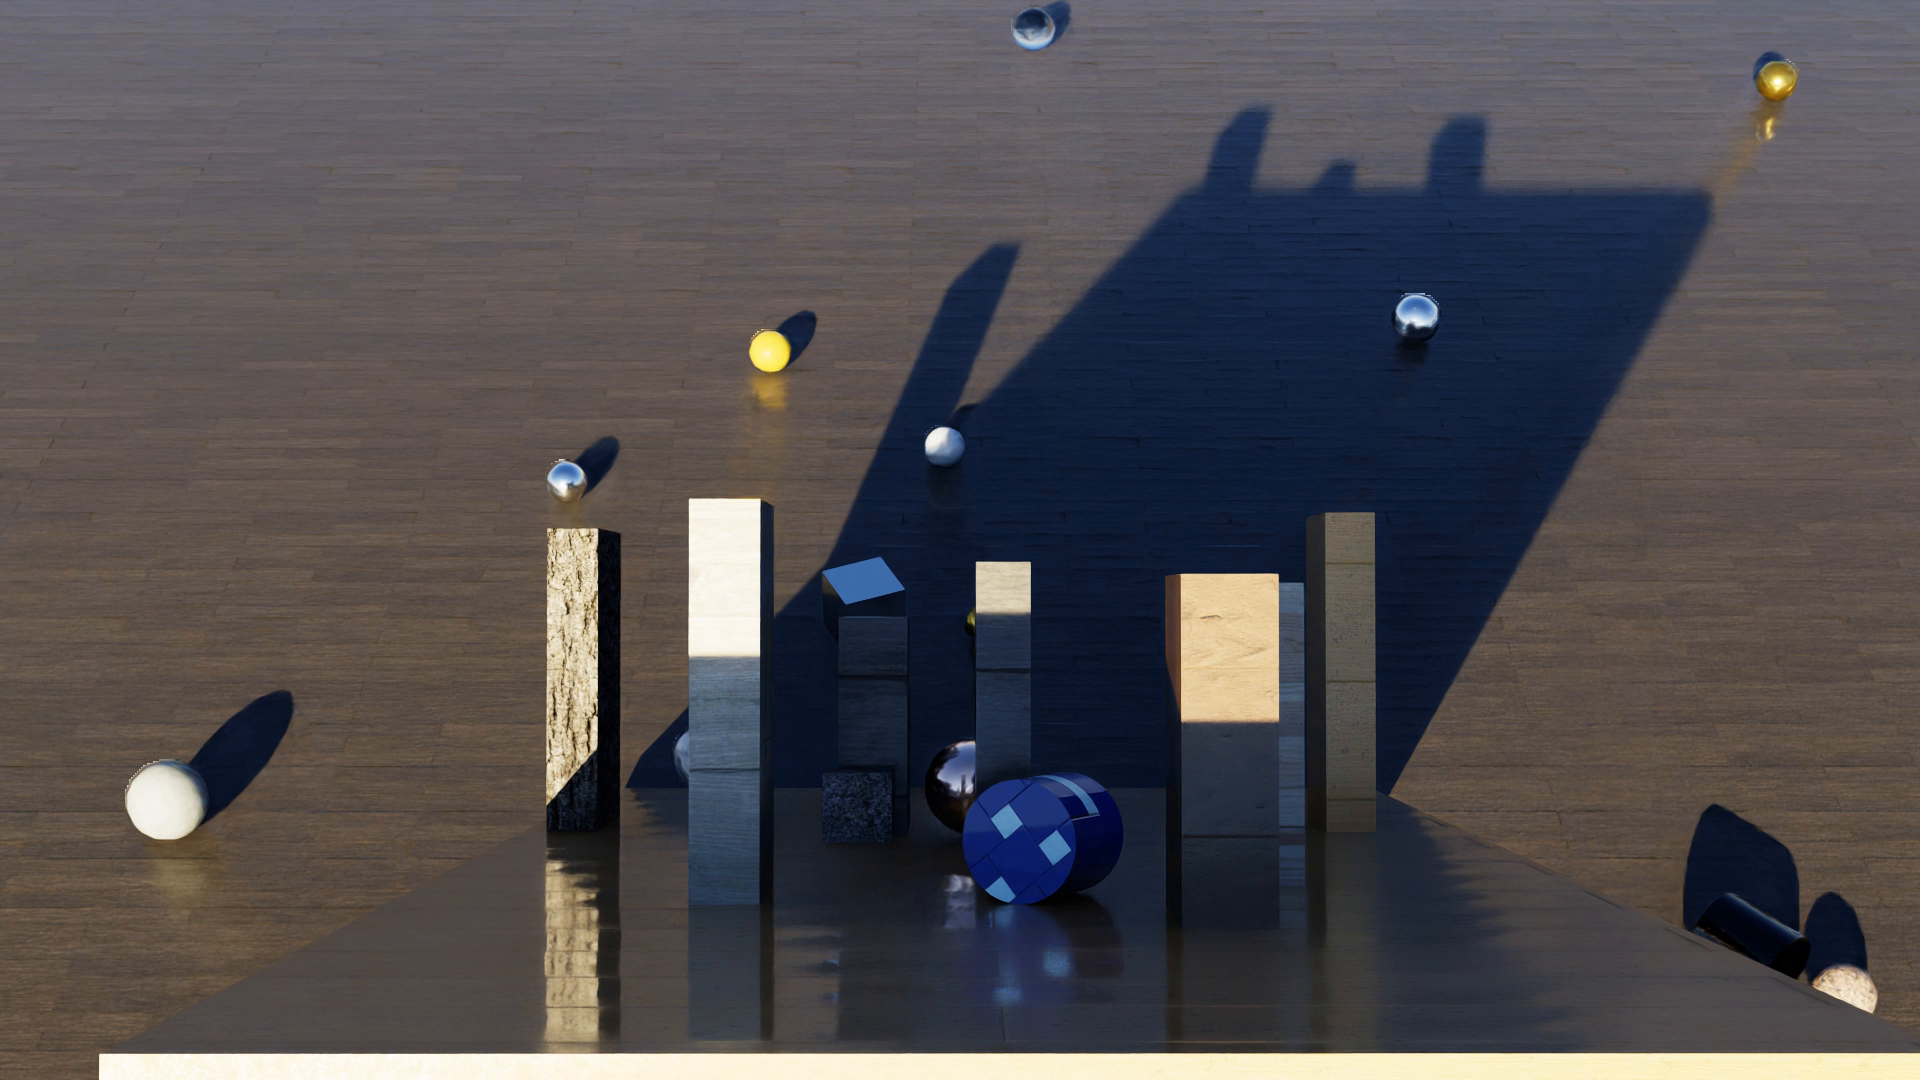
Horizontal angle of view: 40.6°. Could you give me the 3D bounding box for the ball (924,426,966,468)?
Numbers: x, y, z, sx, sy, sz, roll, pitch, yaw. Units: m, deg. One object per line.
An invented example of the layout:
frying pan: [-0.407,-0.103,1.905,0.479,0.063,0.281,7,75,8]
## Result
ball: [-0.049,-0.295,8.225,0.129,0.129,0.129,0,34,0]

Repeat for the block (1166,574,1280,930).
block: [0.401,0.318,4.003,0.145,0.528,0.293,0,-1,0]

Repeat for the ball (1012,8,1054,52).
ball: [0.311,-2.154,10.953,0.178,0.178,0.178,0,34,0]

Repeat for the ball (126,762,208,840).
ball: [-2.049,0.675,6.713,0.203,0.203,0.203,0,34,0]

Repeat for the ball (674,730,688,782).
ball: [-0.665,0.565,6.788,0.167,0.167,0.167,0,34,0]

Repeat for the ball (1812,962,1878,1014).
ball: [2.097,1.079,6.158,0.152,0.152,0.152,0,34,0]

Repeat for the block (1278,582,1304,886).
block: [0.522,0.336,4.569,0.134,0.519,0.257,0,-1,0]

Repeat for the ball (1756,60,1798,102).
ball: [3.317,-1.863,10.533,0.163,0.163,0.163,0,34,0]

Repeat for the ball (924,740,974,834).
ball: [0.025,0.517,5.431,0.199,0.199,0.199,0,34,0]

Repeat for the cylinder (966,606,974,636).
cylinder: [0.092,0.241,7.443,0.109,0.109,0.109,20,39,26]

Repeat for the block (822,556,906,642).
block: [-0.276,0.191,7.454,0.182,0.182,0.182,-14,36,-20]

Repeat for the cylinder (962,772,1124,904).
cylinder: [0.138,0.488,4.266,0.201,0.201,0.201,18,7,25]

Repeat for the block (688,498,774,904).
block: [-0.379,0.264,4.330,0.114,0.652,0.314,0,-1,0]

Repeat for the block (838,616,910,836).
block: [-0.181,0.392,5.565,0.143,0.454,0.336,0,-1,0]

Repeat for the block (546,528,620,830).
block: [-0.826,0.302,5.711,0.108,0.643,0.372,0,-1,0]

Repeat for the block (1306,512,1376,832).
block: [0.826,0.283,5.642,0.105,0.676,0.301,0,-1,0]

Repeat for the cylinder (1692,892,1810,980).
cylinder: [1.897,0.989,6.244,0.204,0.204,0.204,-25,41,-32]

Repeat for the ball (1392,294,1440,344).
ball: [1.560,-0.756,8.880,0.165,0.165,0.165,0,34,0]

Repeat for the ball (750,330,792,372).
ball: [-0.637,-0.633,8.720,0.140,0.140,0.140,0,34,0]

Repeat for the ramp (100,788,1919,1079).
ramp: [0.075,0.651,4.787,2.000,0.100,4.000,0,-1,0]

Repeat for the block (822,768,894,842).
block: [-0.208,0.543,5.323,0.141,0.141,0.141,0,-1,0]

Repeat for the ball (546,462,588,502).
ball: [-1.221,-0.180,8.057,0.126,0.126,0.126,0,34,0]

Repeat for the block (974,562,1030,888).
block: [0.074,0.319,4.617,0.092,0.554,0.427,0,-1,0]
